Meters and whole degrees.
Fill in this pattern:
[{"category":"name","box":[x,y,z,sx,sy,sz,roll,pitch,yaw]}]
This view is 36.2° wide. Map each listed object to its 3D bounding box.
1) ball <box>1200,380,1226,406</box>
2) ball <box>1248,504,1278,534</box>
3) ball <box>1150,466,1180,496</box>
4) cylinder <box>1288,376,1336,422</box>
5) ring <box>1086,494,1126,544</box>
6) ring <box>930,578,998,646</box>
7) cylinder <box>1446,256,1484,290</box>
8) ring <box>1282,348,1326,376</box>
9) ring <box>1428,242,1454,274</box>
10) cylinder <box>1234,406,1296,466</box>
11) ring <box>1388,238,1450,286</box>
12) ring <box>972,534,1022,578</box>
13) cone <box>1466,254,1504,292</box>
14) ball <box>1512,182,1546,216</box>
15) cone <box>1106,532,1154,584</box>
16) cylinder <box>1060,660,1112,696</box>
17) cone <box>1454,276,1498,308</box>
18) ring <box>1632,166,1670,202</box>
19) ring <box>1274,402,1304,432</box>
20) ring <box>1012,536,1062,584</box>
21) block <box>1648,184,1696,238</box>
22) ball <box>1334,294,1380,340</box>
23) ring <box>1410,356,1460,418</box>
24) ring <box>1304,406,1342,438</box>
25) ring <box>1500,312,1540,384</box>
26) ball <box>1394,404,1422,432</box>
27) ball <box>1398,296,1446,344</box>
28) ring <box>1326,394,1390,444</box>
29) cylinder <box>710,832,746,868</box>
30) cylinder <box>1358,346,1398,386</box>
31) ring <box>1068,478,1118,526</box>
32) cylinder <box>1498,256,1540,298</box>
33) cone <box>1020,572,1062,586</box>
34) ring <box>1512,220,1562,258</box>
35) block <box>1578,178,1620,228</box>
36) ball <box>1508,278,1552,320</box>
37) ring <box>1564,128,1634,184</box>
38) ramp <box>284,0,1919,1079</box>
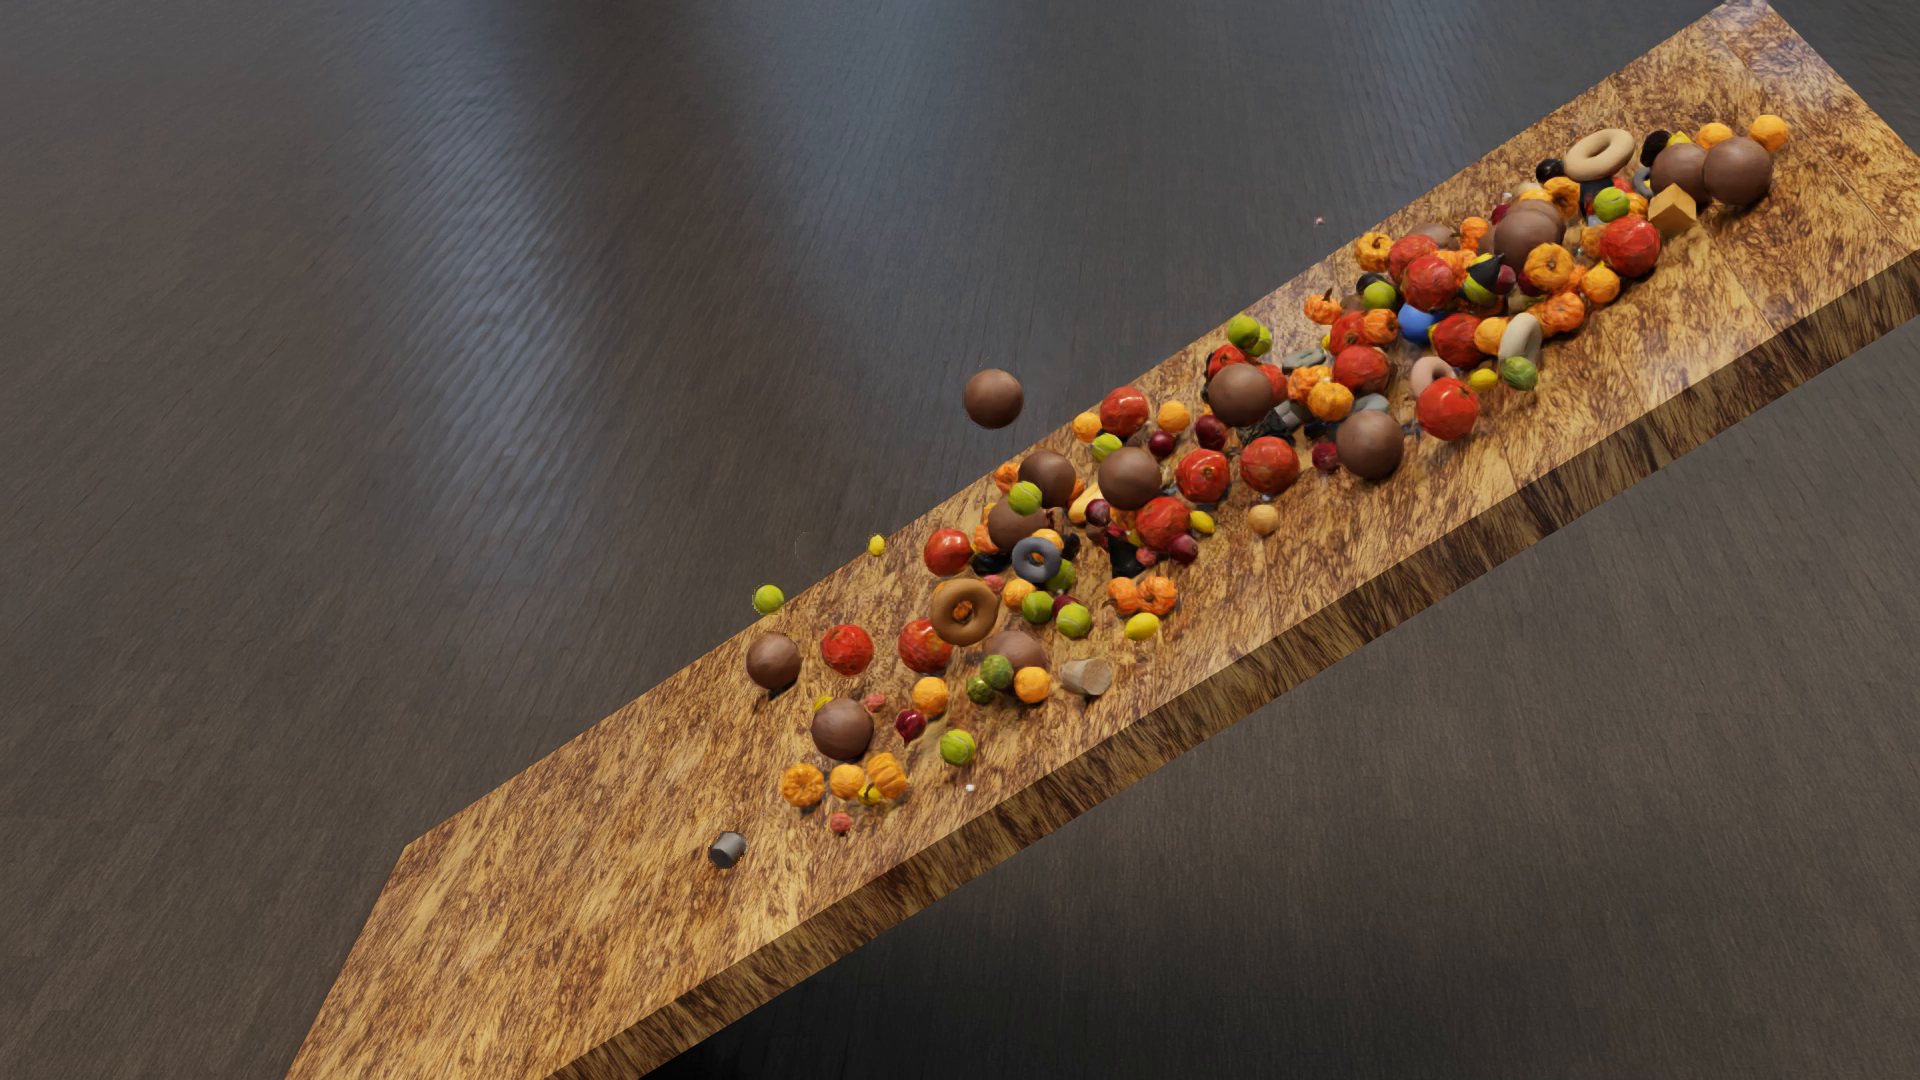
[{"category":"ball","box":[0.564,-0.327,6.547,0.056,0.056,0.056,0,21,0]},{"category":"ball","box":[0.583,-0.040,5.653,0.060,0.060,0.060,0,21,0]},{"category":"ball","box":[0.433,-0.126,6.224,0.065,0.065,0.065,0,21,0]},{"category":"cylinder","box":[0.725,-0.287,6.046,0.069,0.069,0.069,-41,39,-21]},{"category":"ring","box":[0.311,-0.045,6.258,0.039,0.116,0.116,33,15,-16]},{"category":"ring","box":[0.008,0.149,6.083,0.146,0.146,0.049,-6,17,-16]},{"category":"cylinder","box":[1.055,-0.552,6.106,0.070,0.070,0.070,-6,9,-15]},{"category":"ring","box":[0.729,-0.377,6.241,0.097,0.032,0.097,-21,16,6]},{"category":"ring","box":[0.995,-0.583,6.084,0.026,0.078,0.078,-34,20,9]},{"category":"cylinder","box":[0.625,-0.212,6.009,0.091,0.091,0.091,-34,20,8]},{"category":"ring","box":[1.003,-0.609,6.432,0.148,0.049,0.148,-31,15,10]},{"category":"ring","box":[0.085,0.035,6.555,0.131,0.044,0.131,-34,14,10]},{"category":"cone","box":[0.994,-0.511,5.490,0.067,0.067,0.067,33,25,-17]},{"category":"ball","box":[1.163,-0.696,6.006,0.070,0.070,0.070,0,21,0]},{"category":"cone","box":[0.324,0.021,5.967,0.098,0.098,0.098,-34,16,11]},{"category":"cylinder","box":[0.236,0.258,5.508,0.068,0.068,0.068,-15,6,-34]},{"category":"cone","box":[1.013,-0.495,5.856,0.083,0.083,0.083,-17,3,-37]},{"category":"ring","box":[1.364,-0.702,5.804,0.077,0.077,0.026,0,-18,1]},{"category":"ring","box":[0.681,-0.256,6.114,0.109,0.036,0.109,-30,20,12]},{"category":"ring","box":[0.153,0.040,5.916,0.103,0.103,0.034,4,27,10]},{"category":"block","box":[1.364,-0.630,5.631,0.062,0.062,0.062,34,44,-21]},{"category":"ball","box":[0.849,-0.478,6.292,0.097,0.097,0.097,0,21,0]},{"category":"ring","box":[0.901,-0.291,5.582,0.122,0.122,0.041,-22,0,-44]},{"category":"ring","box":[0.738,-0.237,5.937,0.098,0.033,0.098,-28,9,5]},{"category":"ring","box":[1.042,-0.356,5.469,0.045,0.136,0.136,15,26,28]},{"category":"ball","box":[0.857,-0.232,5.633,0.053,0.053,0.053,0,21,0]},{"category":"ball","box":[0.941,-0.448,6.001,0.097,0.097,0.097,0,21,0]},{"category":"ring","box":[0.787,-0.239,5.822,0.139,0.046,0.139,-33,15,10]},{"category":"cylinder","box":[-0.472,0.631,5.984,0.053,0.053,0.053,12,39,27]},{"category":"cylinder","box":[0.846,-0.351,5.954,0.059,0.059,0.059,-13,47,-29]},{"category":"ring","box":[0.293,-0.083,6.432,0.130,0.043,0.130,-40,10,9]},{"category":"cylinder","box":[1.116,-0.520,5.869,0.077,0.077,0.077,2,22,4]},{"category":"cone","box":[0.190,0.077,6.201,0.093,0.093,0.093,-13,32,-30]},{"category":"ring","box":[1.191,-0.620,6.072,0.117,0.039,0.117,-33,12,8]},{"category":"block","box":[1.232,-0.650,5.669,0.061,0.061,0.061,-9,43,25]},{"category":"ball","box":[1.106,-0.467,5.718,0.084,0.084,0.084,0,21,0]},{"category":"ring","box":[1.275,-0.766,5.866,0.149,0.050,0.149,-27,27,15]},{"category":"ramp","box":[0.135,0.174,6.306,4.000,0.100,2.000,-32,16,15]}]
